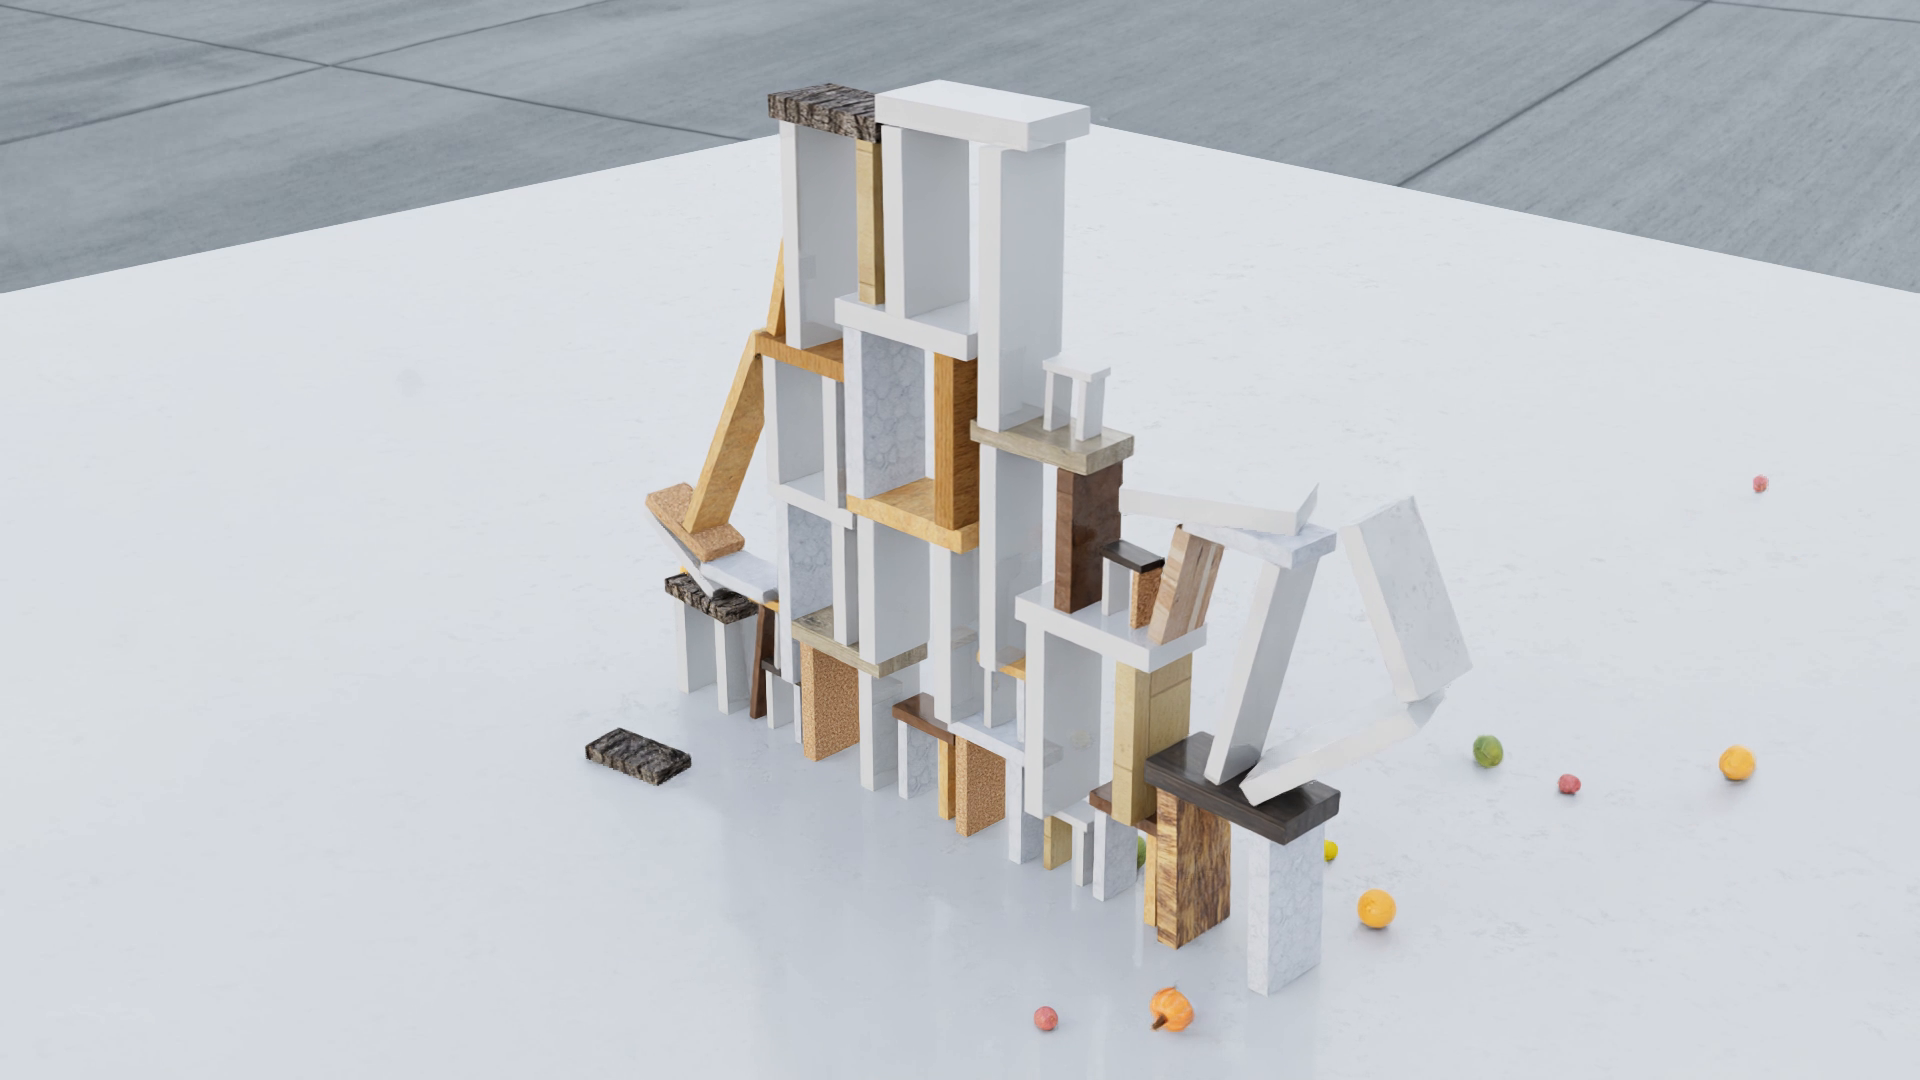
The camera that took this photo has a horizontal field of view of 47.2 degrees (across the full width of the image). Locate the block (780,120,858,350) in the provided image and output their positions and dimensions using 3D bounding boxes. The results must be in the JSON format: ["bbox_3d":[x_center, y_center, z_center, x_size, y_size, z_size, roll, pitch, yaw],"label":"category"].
[{"bbox_3d":[-0.271,-0.602,4.269,0.153,0.445,0.043,-21,31,-40],"label":"block"}]

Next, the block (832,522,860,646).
[{"bbox_3d":[-0.196,0.071,4.467,0.131,0.263,0.037,-21,31,-40],"label":"block"}]

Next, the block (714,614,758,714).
[{"bbox_3d":[-0.482,0.261,4.853,0.115,0.230,0.033,-21,31,-41],"label":"block"}]

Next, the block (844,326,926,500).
[{"bbox_3d":[-0.144,-0.263,4.245,0.048,0.339,0.170,21,30,40],"label":"block"}]

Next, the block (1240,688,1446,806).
[{"bbox_3d":[0.646,0.340,3.725,0.347,0.043,0.152,-31,3,35],"label":"block"}]

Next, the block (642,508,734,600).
[{"bbox_3d":[-0.580,0.011,4.860,0.109,0.031,0.267,-21,60,-40],"label":"block"}]

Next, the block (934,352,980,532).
[{"bbox_3d":[0.029,-0.203,4.102,0.048,0.339,0.170,20,30,39],"label":"block"}]

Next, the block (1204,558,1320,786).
[{"bbox_3d":[0.515,0.213,3.757,0.117,0.458,0.033,-22,44,-41],"label":"block"}]

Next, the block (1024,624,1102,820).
[{"bbox_3d":[0.195,0.318,4.140,0.160,0.394,0.045,-21,30,-40],"label":"block"}]

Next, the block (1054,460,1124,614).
[{"bbox_3d":[0.231,-0.015,3.958,0.038,0.271,0.135,21,31,40],"label":"block"}]

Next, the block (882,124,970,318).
[{"bbox_3d":[-0.060,-0.596,4.024,0.049,0.348,0.174,20,30,40],"label":"block"}]

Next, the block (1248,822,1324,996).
[{"bbox_3d":[0.574,0.630,3.873,0.157,0.313,0.044,-21,28,-40],"label":"block"}]

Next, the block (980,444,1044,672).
[{"bbox_3d":[0.096,0.017,4.110,0.038,0.449,0.135,19,30,38],"label":"block"}]

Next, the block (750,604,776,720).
[{"bbox_3d":[-0.415,0.256,4.785,0.067,0.292,0.019,-20,40,-39],"label":"block"}]

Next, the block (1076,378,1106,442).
[{"bbox_3d":[0.231,-0.236,3.888,0.016,0.112,0.056,22,31,36],"label":"block"}]

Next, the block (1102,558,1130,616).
[{"bbox_3d":[0.281,0.076,3.948,0.055,0.110,0.016,-19,30,-38],"label":"block"}]

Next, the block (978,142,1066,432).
[{"bbox_3d":[0.109,-0.457,3.904,0.049,0.509,0.174,20,30,38],"label":"block"}]

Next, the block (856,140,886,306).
[{"bbox_3d":[-0.120,-0.605,4.100,0.043,0.307,0.153,21,31,40],"label":"block"}]

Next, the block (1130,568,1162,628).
[{"bbox_3d":[0.330,0.099,3.894,0.055,0.110,0.016,-16,29,-33],"label":"block"}]

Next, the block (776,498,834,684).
[{"bbox_3d":[-0.318,0.091,4.613,0.131,0.414,0.037,-21,31,-40],"label":"block"}]

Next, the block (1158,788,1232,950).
[{"bbox_3d":[0.428,0.572,4.009,0.157,0.313,0.044,-21,28,-41],"label":"block"}]

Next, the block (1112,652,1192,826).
[{"bbox_3d":[0.348,0.343,3.986,0.045,0.320,0.160,21,31,40],"label":"block"}]

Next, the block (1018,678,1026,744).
[{"bbox_3d":[0.140,0.316,4.202,0.067,0.135,0.019,-21,30,-40],"label":"block"}]

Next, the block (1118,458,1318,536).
[{"bbox_3d":[0.437,-0.073,3.713,0.304,0.043,0.152,9,24,21],"label":"block"}]

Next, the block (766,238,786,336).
[{"bbox_3d":[-0.321,-0.509,4.355,0.103,0.207,0.029,-21,47,-40],"label":"block"}]

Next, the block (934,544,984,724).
[{"bbox_3d":[0.021,0.161,4.266,0.044,0.370,0.156,21,31,40],"label":"block"}]

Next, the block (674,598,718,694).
[{"bbox_3d":[-0.585,0.220,4.949,0.033,0.229,0.115,18,29,37],"label":"block"}]

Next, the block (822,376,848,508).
[{"bbox_3d":[-0.206,-0.209,4.352,0.134,0.268,0.038,-21,31,-40],"label":"block"}]

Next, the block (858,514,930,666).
[{"bbox_3d":[-0.131,0.078,4.387,0.044,0.312,0.156,21,31,40],"label":"block"}]

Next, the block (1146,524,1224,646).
[{"bbox_3d":[0.399,0.064,3.820,0.117,0.233,0.033,-21,45,-41],"label":"block"}]

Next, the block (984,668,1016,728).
[{"bbox_3d":[0.078,0.292,4.258,0.068,0.135,0.019,-19,30,-38],"label":"block"}]

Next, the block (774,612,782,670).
[{"bbox_3d":[-0.361,0.209,4.691,0.068,0.135,0.019,-10,33,-22],"label":"block"}]

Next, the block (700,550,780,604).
[{"bbox_3d":[-0.450,0.078,4.737,0.109,0.031,0.218,-20,30,-39],"label":"block"}]

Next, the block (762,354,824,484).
[{"bbox_3d":[-0.333,-0.259,4.470,0.134,0.268,0.038,-21,31,-40],"label":"block"}]

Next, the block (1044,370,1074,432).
[{"bbox_3d":[0.177,-0.255,3.935,0.016,0.112,0.056,23,32,37],"label":"block"}]

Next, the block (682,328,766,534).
[{"bbox_3d":[-0.466,-0.229,4.633,0.103,0.561,0.029,-19,57,-40],"label":"block"}]
